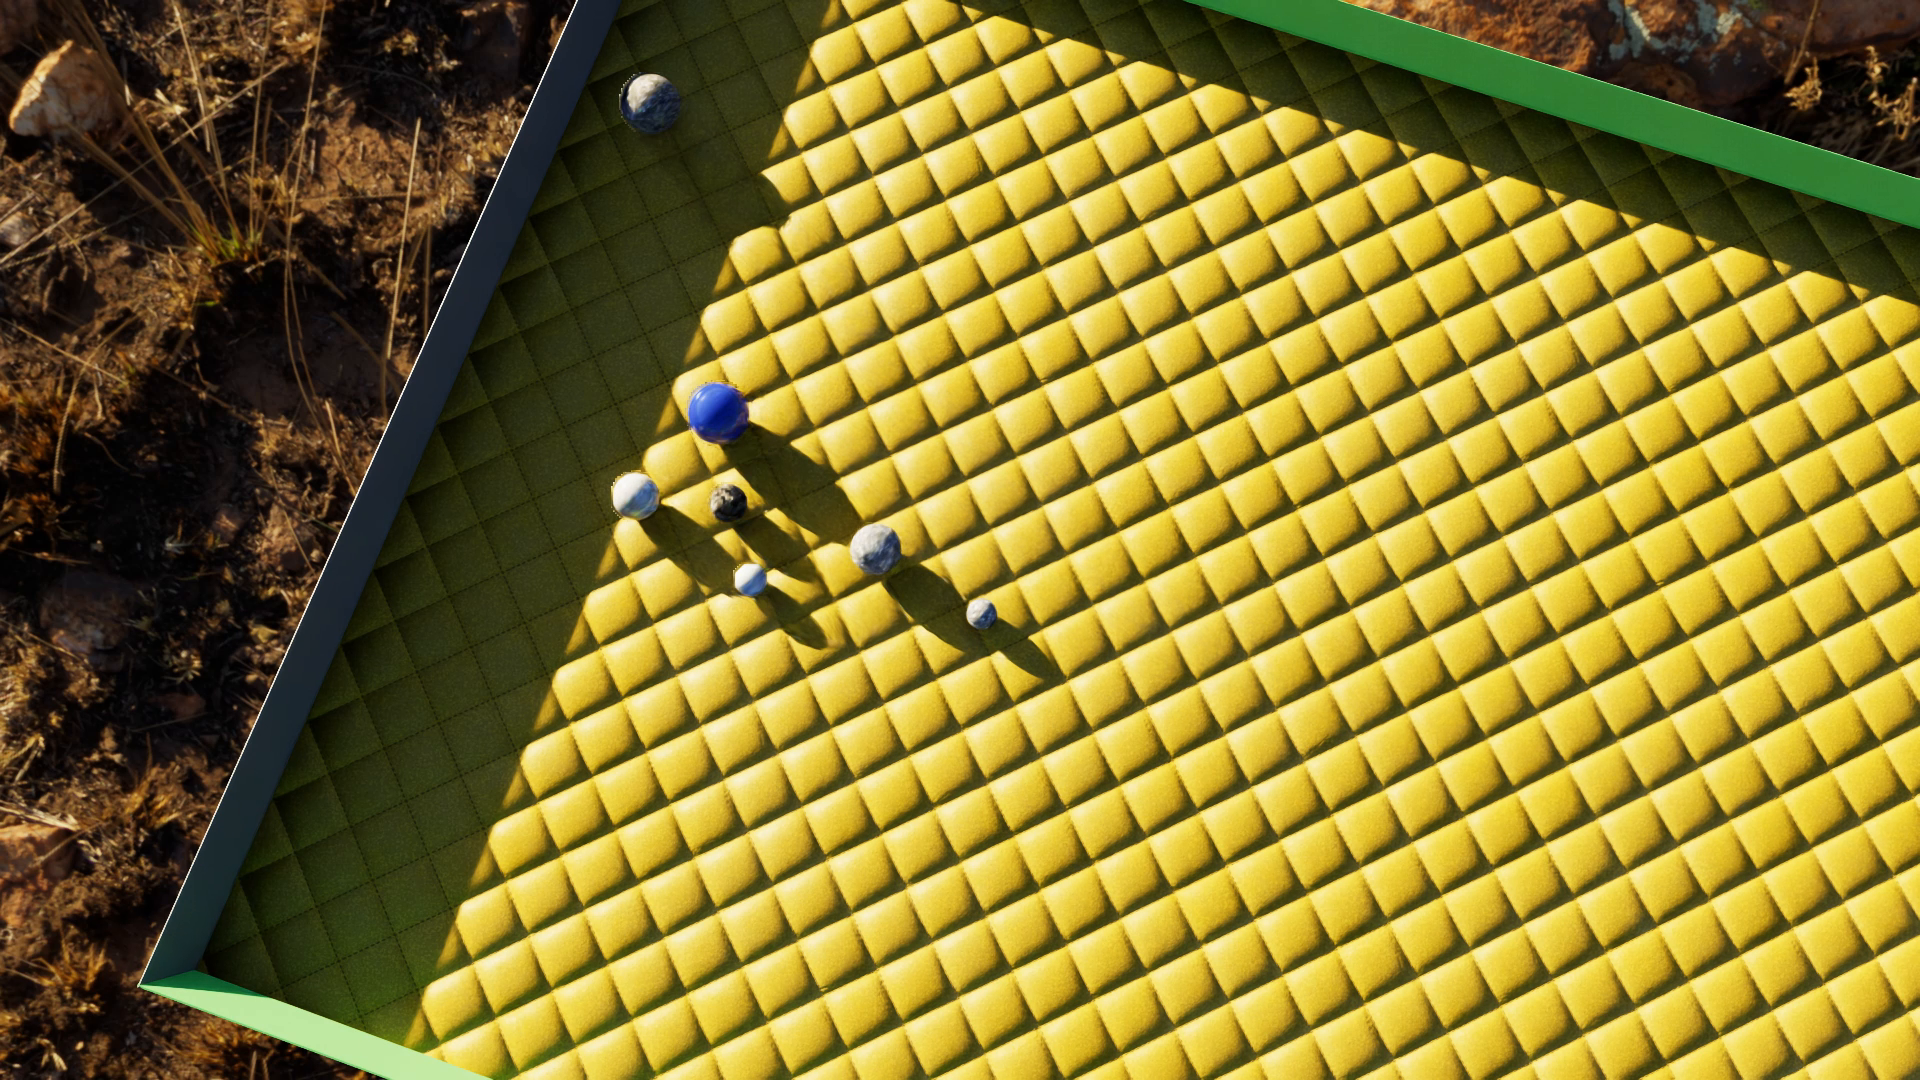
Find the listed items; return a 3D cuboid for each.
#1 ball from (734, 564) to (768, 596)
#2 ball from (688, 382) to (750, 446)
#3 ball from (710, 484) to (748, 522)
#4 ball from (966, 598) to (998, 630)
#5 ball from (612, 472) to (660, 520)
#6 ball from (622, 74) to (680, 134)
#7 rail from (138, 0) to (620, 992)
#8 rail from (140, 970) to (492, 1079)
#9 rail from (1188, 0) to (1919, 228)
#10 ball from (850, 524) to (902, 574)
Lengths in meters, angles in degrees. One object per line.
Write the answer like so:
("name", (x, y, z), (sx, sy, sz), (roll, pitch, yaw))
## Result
("ball", (-0.319, 0.061, 3.355), (0.051, 0.051, 0.051), (0, 74, 0))
("ball", (-0.373, -0.195, 3.404), (0.097, 0.097, 0.097), (0, 74, 0))
("ball", (-0.356, -0.057, 3.385), (0.058, 0.058, 0.058), (0, 74, 0))
("ball", (0.033, 0.112, 3.342), (0.047, 0.047, 0.047), (0, 74, 0))
("ball", (-0.498, -0.067, 3.380), (0.073, 0.073, 0.073), (0, 74, 0))
("ball", (-0.499, -0.704, 3.549), (0.095, 0.095, 0.095), (0, 74, 0))
("rail", (-0.795, -0.276, 3.411), (0.045, 0.125, 2.046), (19, 75, 5))
("rail", (0.487, 1.174, 2.998), (3.466, 0.125, 0.045), (19, 75, 5))
("rail", (1.148, -0.640, 3.514), (3.466, 0.125, 0.045), (19, 75, 5))
("ball", (-0.128, 0.014, 3.354), (0.078, 0.078, 0.078), (0, 74, 0))
